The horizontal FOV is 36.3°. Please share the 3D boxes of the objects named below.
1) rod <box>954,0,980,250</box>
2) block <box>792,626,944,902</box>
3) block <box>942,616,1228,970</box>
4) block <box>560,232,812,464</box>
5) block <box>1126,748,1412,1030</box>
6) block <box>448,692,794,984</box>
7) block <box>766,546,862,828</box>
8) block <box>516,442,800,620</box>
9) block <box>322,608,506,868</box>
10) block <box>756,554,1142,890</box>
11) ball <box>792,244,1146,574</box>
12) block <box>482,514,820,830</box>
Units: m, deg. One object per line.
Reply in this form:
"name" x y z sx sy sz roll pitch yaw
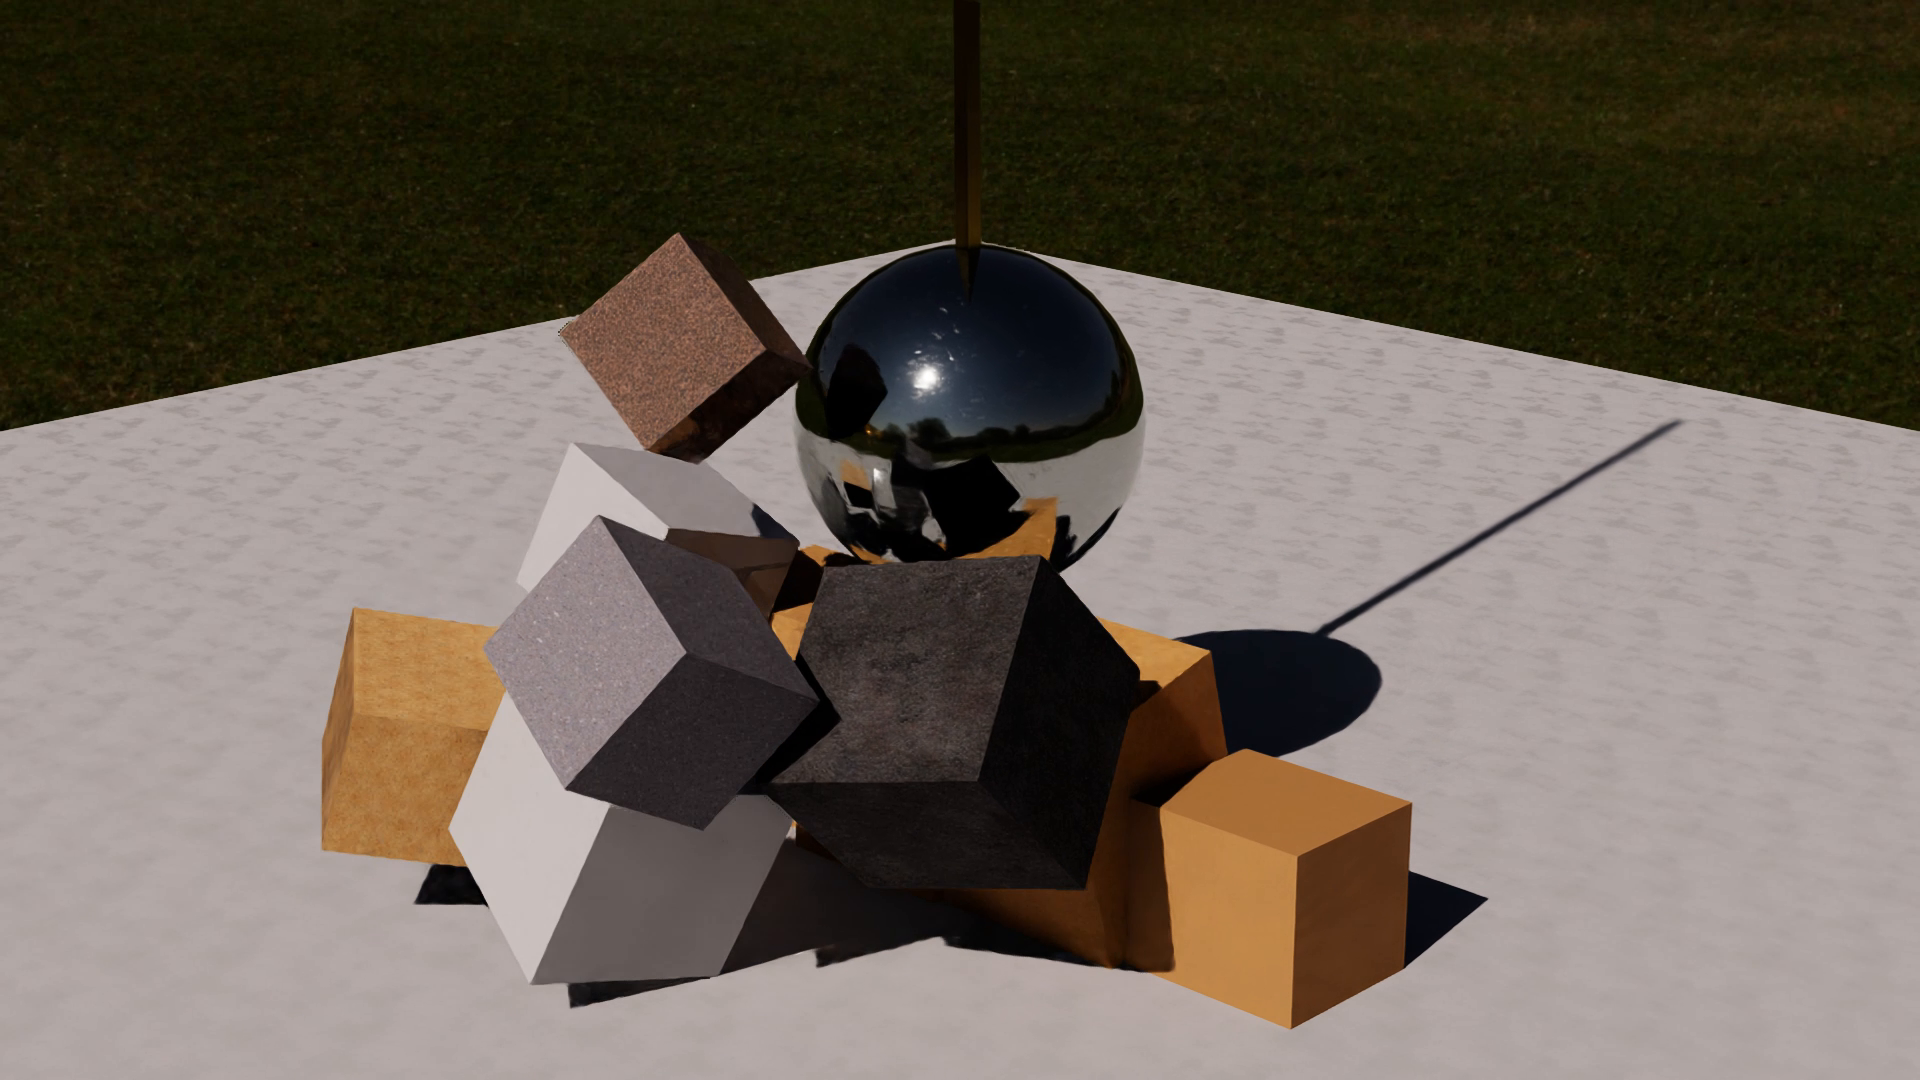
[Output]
"rod" 0.018 -3.770 12.175 0.080 5.200 0.080 17 25 42
"block" -0.067 0.905 13.671 0.915 1.076 1.070 17 24 42
"block" 0.504 1.052 12.854 0.990 1.083 0.925 16 39 42
"block" -1.164 -0.810 12.566 0.668 0.643 0.626 -39 -13 10
"block" 1.304 1.458 12.426 0.890 0.768 0.782 16 24 41
"block" -1.408 1.139 12.266 0.907 1.010 0.956 4 35 -37
"block" -0.702 0.714 14.318 0.848 1.053 0.921 -17 24 -42
"block" -1.416 0.100 13.714 0.795 0.739 0.845 6 24 -46
"block" -2.355 0.867 12.821 0.731 0.748 0.765 9 32 -17
"block" -0.030 0.747 11.794 1.035 0.894 1.006 -4 56 33
"ball" 0.041 -0.534 13.217 1.600 1.600 1.600 0 17 0
"block" -1.197 0.521 11.354 0.795 0.721 0.792 25 23 -50
